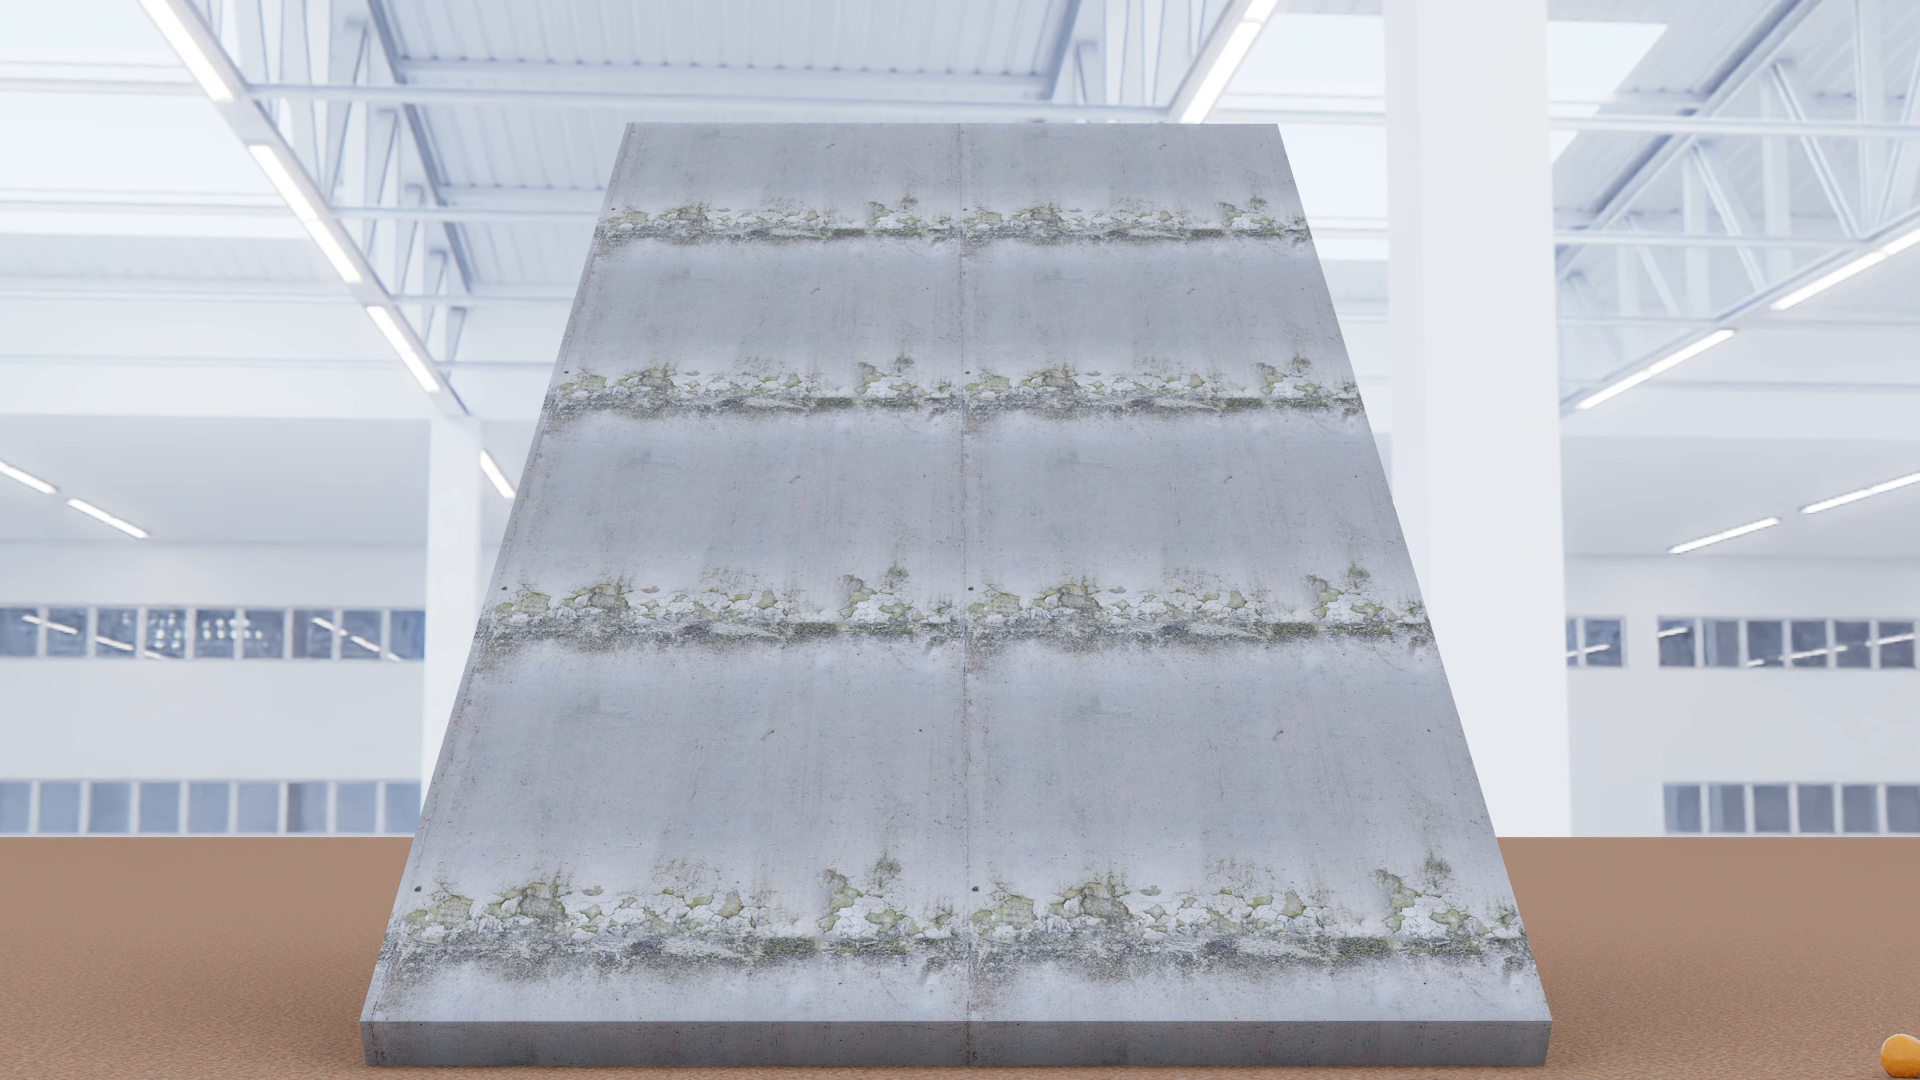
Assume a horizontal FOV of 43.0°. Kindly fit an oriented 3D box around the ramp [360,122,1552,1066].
[{"bbox_3d":[-0.014,-0.196,5.818,2.000,0.100,4.000,0,31,0],"label":"ramp"}]
